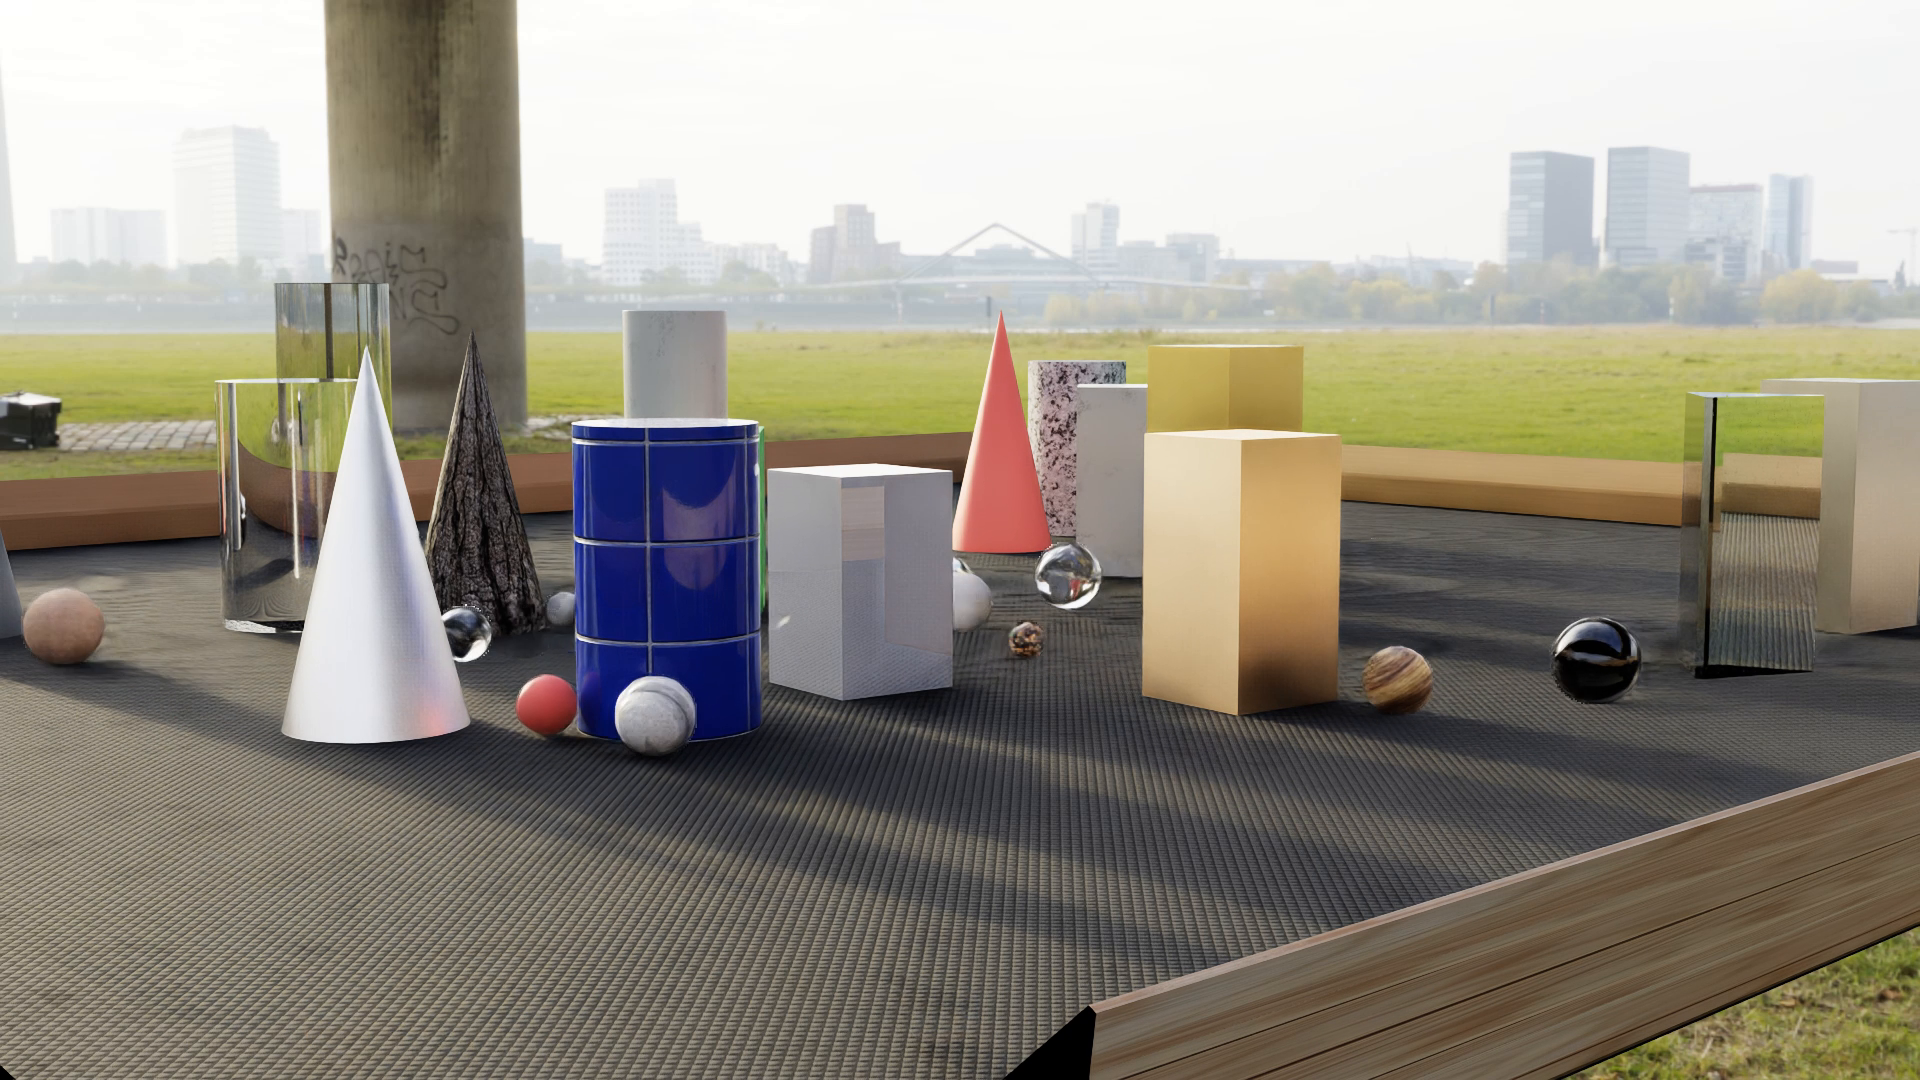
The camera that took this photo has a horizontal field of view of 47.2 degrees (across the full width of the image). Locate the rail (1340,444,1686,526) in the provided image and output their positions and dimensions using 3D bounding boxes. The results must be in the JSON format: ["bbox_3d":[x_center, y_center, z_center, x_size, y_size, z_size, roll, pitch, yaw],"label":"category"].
[{"bbox_3d":[1.401,-0.101,4.618,0.045,0.128,3.521,-5,8,-42],"label":"rail"}]

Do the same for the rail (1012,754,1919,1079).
[{"bbox_3d":[1.178,0.166,2.062,3.860,0.128,0.045,-5,8,-42],"label":"rail"}]

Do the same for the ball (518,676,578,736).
[{"bbox_3d":[-0.433,0.174,2.312,0.063,0.063,0.063,0,6,0],"label":"ball"}]

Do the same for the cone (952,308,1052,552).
[{"bbox_3d":[0.077,-0.209,4.124,0.197,0.448,0.197,0,6,0],"label":"cone"}]

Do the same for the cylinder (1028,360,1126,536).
[{"bbox_3d":[0.235,-0.188,4.428,0.197,0.343,0.197,0,6,0],"label":"cylinder"}]

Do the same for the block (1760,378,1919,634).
[{"bbox_3d":[1.247,-0.053,3.122,0.158,0.346,0.158,-4,7,-34],"label":"block"}]

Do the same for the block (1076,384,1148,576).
[{"bbox_3d":[0.279,-0.104,3.750,0.158,0.317,0.158,0,6,4],"label":"block"}]

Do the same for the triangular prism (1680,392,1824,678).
[{"bbox_3d":[0.952,-0.011,2.745,0.171,0.341,0.148,-2,6,-19],"label":"triangular prism"}]

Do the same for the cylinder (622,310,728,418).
[{"bbox_3d":[-0.540,-0.214,4.188,0.197,0.444,0.197,0,6,0],"label":"cylinder"}]

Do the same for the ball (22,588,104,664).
[{"bbox_3d":[-1.129,0.109,2.770,0.096,0.096,0.096,0,6,0],"label":"ball"}]

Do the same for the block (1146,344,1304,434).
[{"bbox_3d":[0.382,-0.083,3.182,0.158,0.393,0.158,-5,8,-41],"label":"block"}]

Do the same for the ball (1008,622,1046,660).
[{"bbox_3d":[0.086,0.129,2.815,0.047,0.047,0.047,0,6,0],"label":"ball"}]

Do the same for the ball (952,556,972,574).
[{"bbox_3d":[-0.014,0.058,3.419,0.064,0.064,0.064,0,6,0],"label":"ball"}]

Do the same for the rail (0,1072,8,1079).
[{"bbox_3d":[-1.401,0.168,2.046,0.045,0.128,3.521,-5,8,-42],"label":"rail"}]

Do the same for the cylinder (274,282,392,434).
[{"bbox_3d":[-1.117,-0.211,3.932,0.197,0.492,0.197,0,6,0],"label":"cylinder"}]

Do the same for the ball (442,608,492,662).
[{"bbox_3d":[-0.631,0.120,2.792,0.070,0.070,0.070,0,6,0],"label":"ball"}]

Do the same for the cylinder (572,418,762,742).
[{"bbox_3d":[-0.312,0.037,2.350,0.197,0.326,0.197,0,6,0],"label":"cylinder"}]

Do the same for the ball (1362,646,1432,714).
[{"bbox_3d":[0.483,0.155,2.428,0.076,0.076,0.076,0,6,0],"label":"ball"}]

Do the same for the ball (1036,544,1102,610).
[{"bbox_3d":[0.161,0.055,3.281,0.098,0.098,0.098,0,6,0],"label":"ball"}]

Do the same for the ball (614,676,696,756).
[{"bbox_3d":[-0.306,0.176,2.203,0.081,0.081,0.081,0,6,0],"label":"ball"}]

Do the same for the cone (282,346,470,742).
[{"bbox_3d":[-0.628,-0.004,2.347,0.197,0.409,0.197,0,6,0],"label":"cone"}]

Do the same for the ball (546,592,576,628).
[{"bbox_3d":[-0.557,0.098,3.098,0.050,0.050,0.050,0,6,0],"label":"ball"}]

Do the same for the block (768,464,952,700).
[{"bbox_3d":[-0.119,0.045,2.614,0.158,0.256,0.158,-4,7,-37],"label":"block"}]

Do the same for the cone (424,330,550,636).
[{"bbox_3d":[-0.679,-0.087,3.081,0.197,0.422,0.197,0,6,0],"label":"cone"}]

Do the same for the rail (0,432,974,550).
[{"bbox_3d":[-1.178,-0.099,4.601,3.860,0.128,0.045,-5,8,-42],"label":"rail"}]

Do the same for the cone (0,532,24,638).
[{"bbox_3d":[-1.393,-0.112,3.008,0.197,0.487,0.197,0,6,0],"label":"cone"}]

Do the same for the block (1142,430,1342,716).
[{"bbox_3d":[0.322,0.031,2.519,0.158,0.304,0.158,-4,7,-37],"label":"block"}]

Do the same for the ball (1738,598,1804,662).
[{"bbox_3d":[1.031,0.115,2.796,0.079,0.079,0.079,0,6,0],"label":"ball"}]

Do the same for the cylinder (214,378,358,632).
[{"bbox_3d":[-0.950,-0.054,3.126,0.197,0.346,0.197,0,6,0],"label":"cylinder"}]

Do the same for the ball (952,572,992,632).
[{"bbox_3d":[0.003,0.086,3.055,0.083,0.083,0.083,0,6,0],"label":"ball"}]

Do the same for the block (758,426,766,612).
[{"bbox_3d":[-0.375,-0.033,3.307,0.158,0.267,0.158,0,6,-3],"label":"block"}]

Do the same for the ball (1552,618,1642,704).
[{"bbox_3d":[0.722,0.137,2.494,0.099,0.099,0.099,0,6,0],"label":"ball"}]
